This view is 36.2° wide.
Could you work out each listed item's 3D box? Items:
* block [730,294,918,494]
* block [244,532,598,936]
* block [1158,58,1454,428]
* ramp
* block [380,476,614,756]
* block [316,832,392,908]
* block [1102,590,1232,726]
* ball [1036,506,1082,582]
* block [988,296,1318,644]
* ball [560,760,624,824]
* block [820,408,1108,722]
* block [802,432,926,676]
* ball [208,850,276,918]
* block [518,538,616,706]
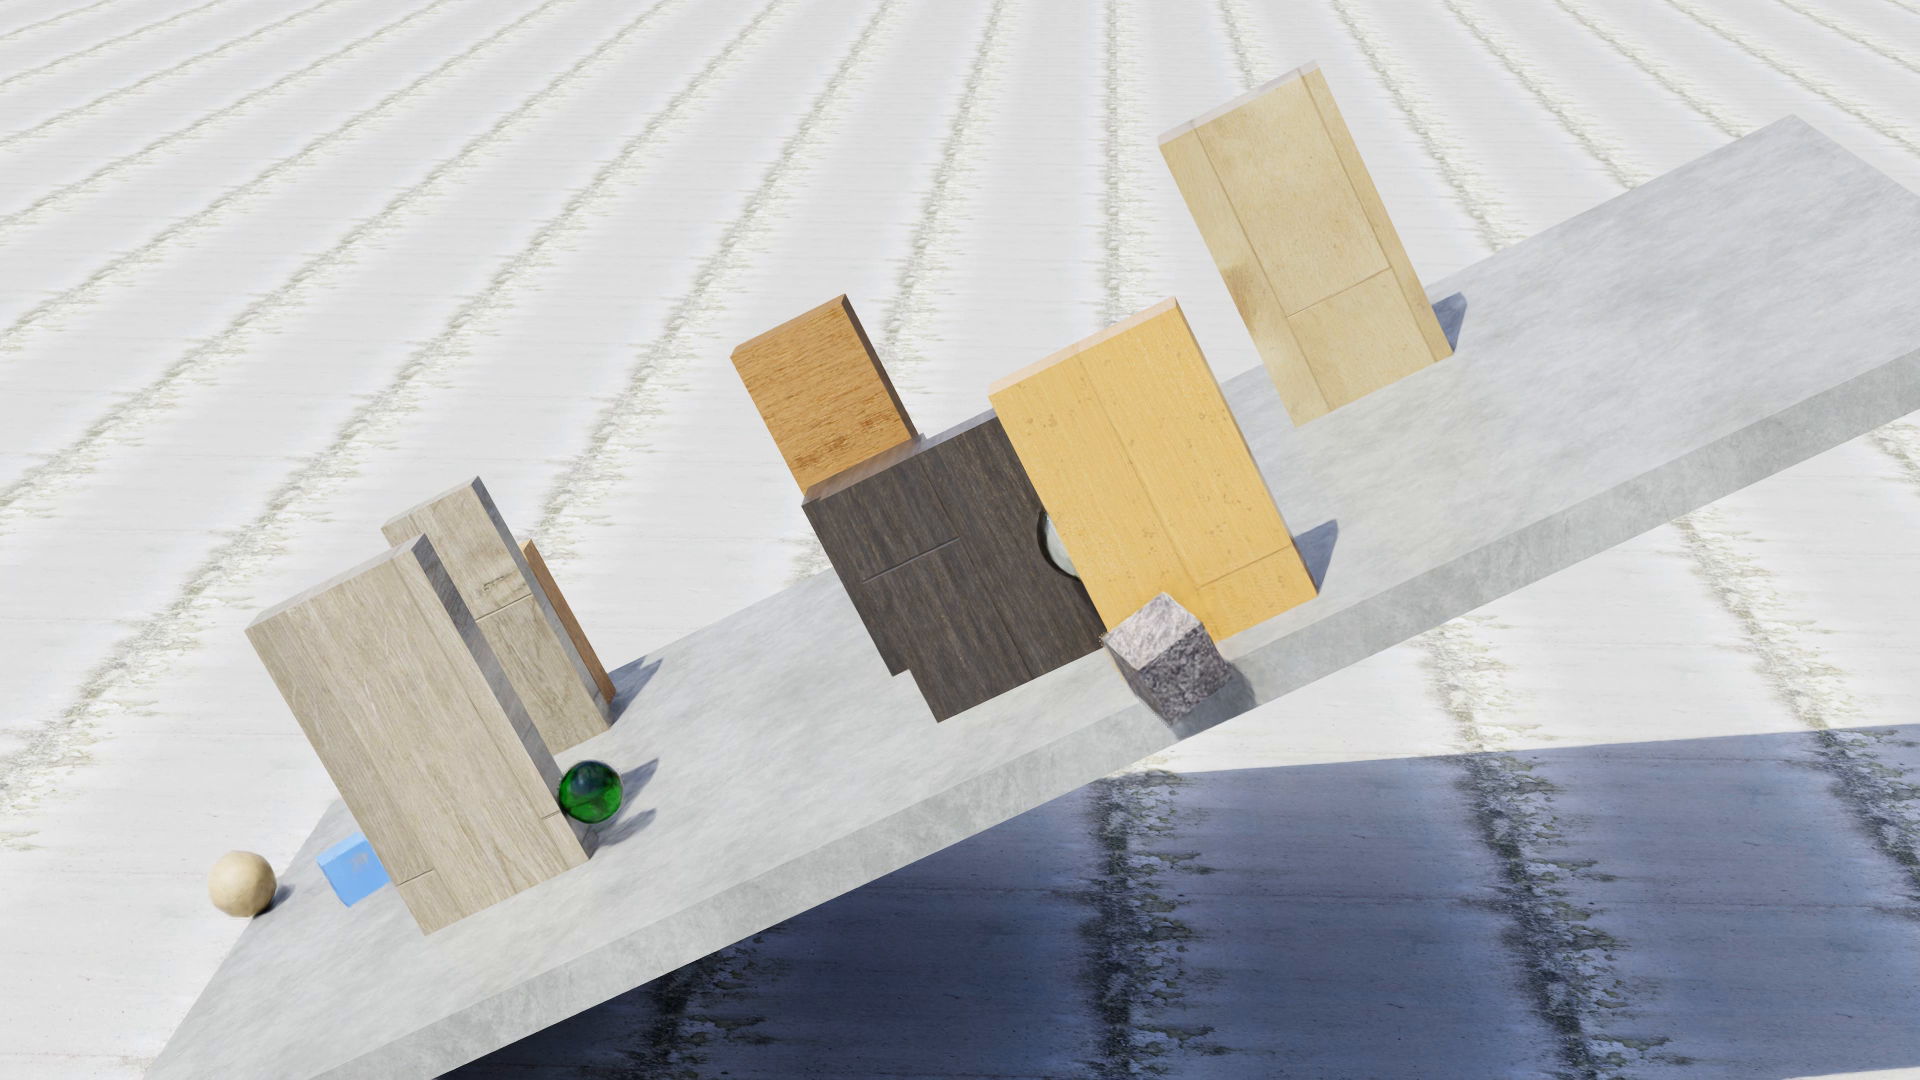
[{"bbox_3d":[-0.213,-0.160,6.441,0.271,0.707,0.106,-25,14,10],"label":"block"},{"bbox_3d":[-1.092,0.401,6.001,0.390,0.737,0.120,-25,14,10],"label":"block"},{"bbox_3d":[0.750,-0.642,6.396,0.377,0.691,0.144,-25,14,10],"label":"block"},{"bbox_3d":[0.139,0.168,6.281,4.000,0.100,2.000,-25,14,10],"label":"ramp"},{"bbox_3d":[-1.077,0.198,6.877,0.242,0.664,0.084,-25,14,10],"label":"block"},{"bbox_3d":[-1.365,0.740,6.610,0.112,0.112,0.112,-32,14,-16],"label":"block"},{"bbox_3d":[0.366,0.209,5.205,0.141,0.141,0.141,-37,33,-8],"label":"block"},{"bbox_3d":[0.236,-0.016,5.512,0.187,0.187,0.187,0,17,0],"label":"ball"},{"bbox_3d":[0.352,-0.091,5.335,0.371,0.596,0.098,-25,14,10],"label":"block"},{"bbox_3d":[-0.750,0.512,5.991,0.130,0.130,0.130,0,17,0],"label":"ball"},{"bbox_3d":[0.020,0.047,5.670,0.389,0.500,0.089,-25,14,10],"label":"block"},{"bbox_3d":[-0.109,0.031,6.163,0.274,0.415,0.143,-25,14,10],"label":"block"},{"bbox_3d":[-1.679,0.806,6.879,0.157,0.157,0.157,0,17,0],"label":"ball"},{"bbox_3d":[-1.101,0.273,7.141,0.355,0.433,0.106,-25,14,10],"label":"block"}]
